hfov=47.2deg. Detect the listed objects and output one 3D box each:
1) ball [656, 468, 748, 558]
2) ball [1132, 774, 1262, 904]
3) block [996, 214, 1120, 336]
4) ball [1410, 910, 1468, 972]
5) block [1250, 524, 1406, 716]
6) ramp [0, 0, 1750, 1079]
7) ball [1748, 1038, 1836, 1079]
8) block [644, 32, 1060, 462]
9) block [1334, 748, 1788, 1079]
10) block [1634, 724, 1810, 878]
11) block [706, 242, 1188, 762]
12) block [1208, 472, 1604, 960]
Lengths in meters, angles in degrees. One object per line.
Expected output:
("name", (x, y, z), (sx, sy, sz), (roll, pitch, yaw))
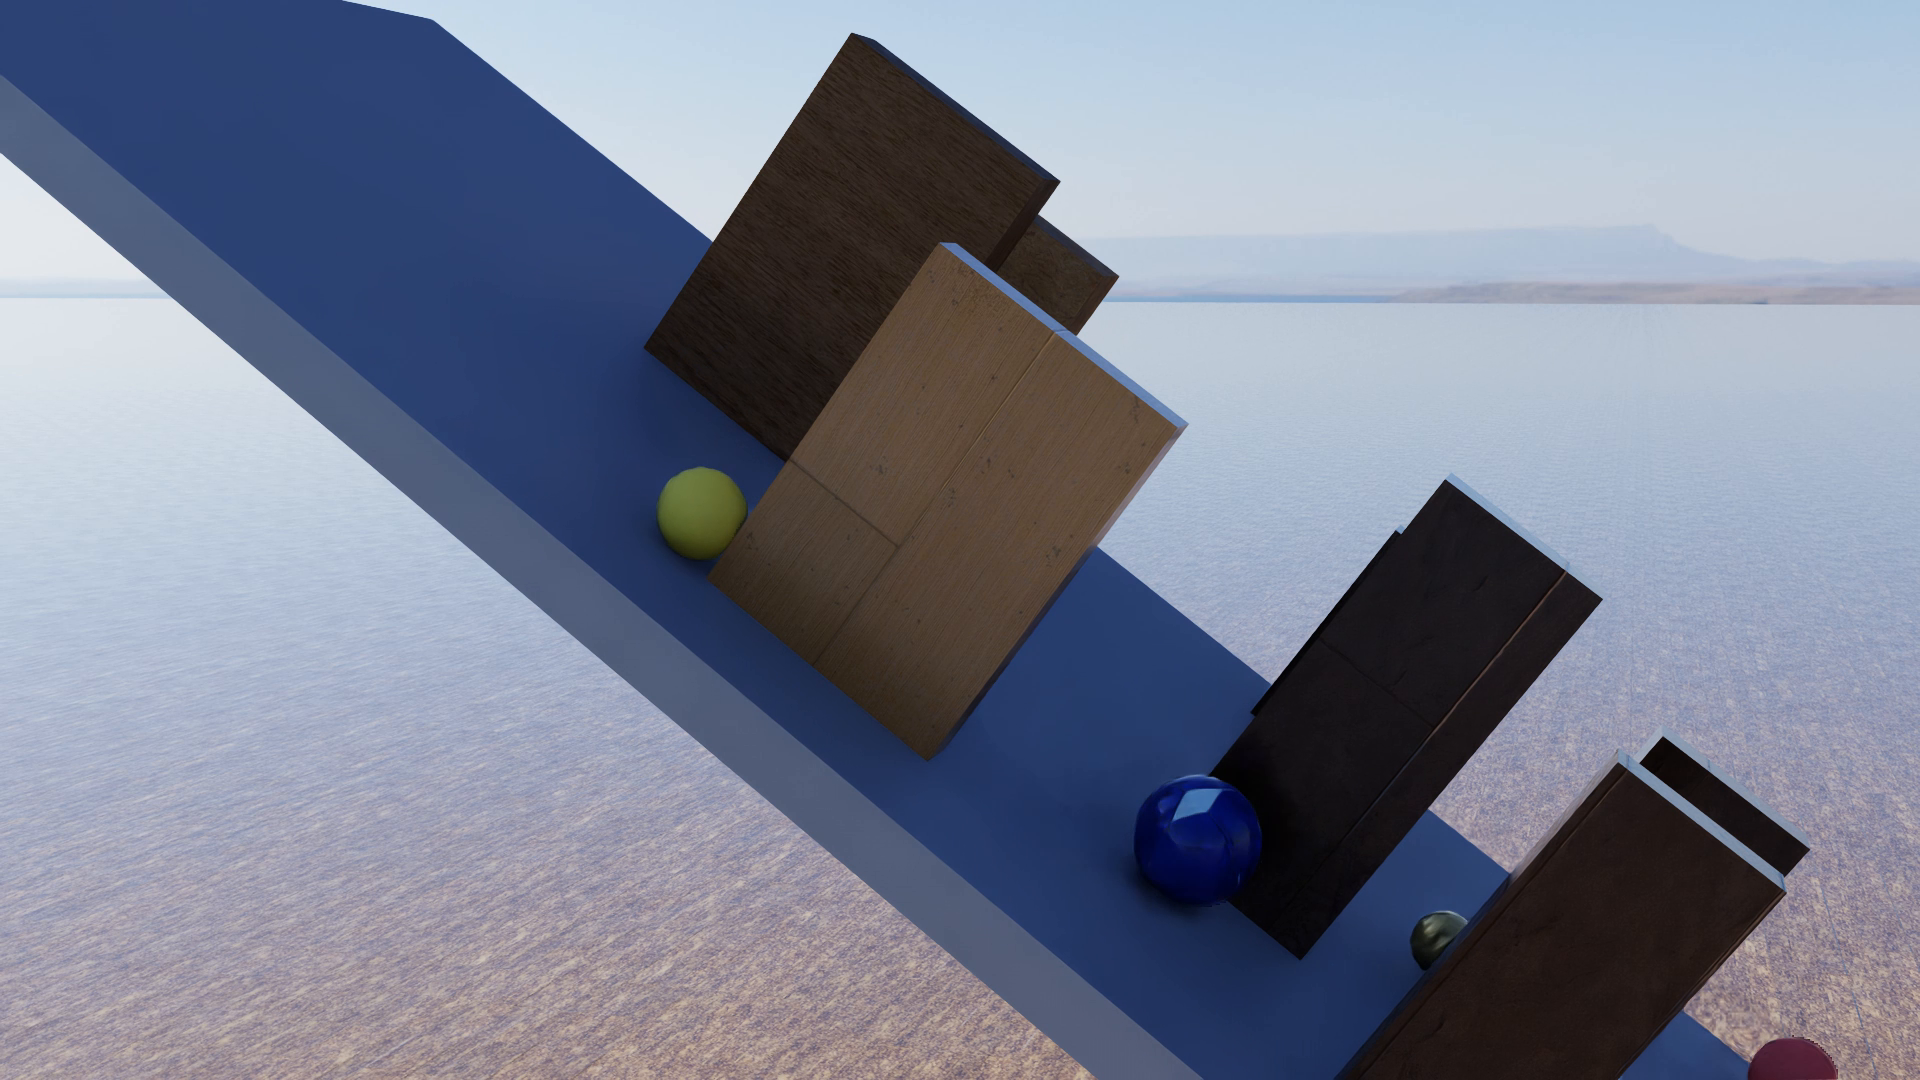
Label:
("ball", (-0.399, -0.042, 3.396), (0.141, 0.141, 0.141), (0, 7, 0))
("ball", (0.370, 0.468, 3.432), (0.201, 0.201, 0.201), (0, 7, 0))
("block", (0.018, -0.396, 4.485), (0.311, 0.579, 0.143), (39, 16, 9))
("ball", (0.854, 0.713, 3.881), (0.117, 0.117, 0.117), (0, 7, 0))
("block", (0.865, 0.246, 4.574), (0.264, 0.492, 0.098), (39, 16, 9))
("ramp", (-0.063, 0.125, 4.069), (4.000, 0.100, 2.000), (39, 16, 9))
("ball", (1.685, 1.094, 4.452), (0.169, 0.169, 0.169), (0, 7, 0))
("block", (-0.207, -0.510, 4.093), (0.447, 0.711, 0.127), (39, 16, 9))
("block", (0.808, 0.630, 3.038), (0.271, 0.657, 0.092), (39, 16, 9))
("block", (1.096, 0.642, 3.689), (0.288, 0.616, 0.103), (39, 16, 9))
("block", (-0.028, -0.055, 3.300), (0.444, 0.635, 0.084), (39, 16, 9))
("block", (0.670, 0.287, 3.547), (0.300, 0.761, 0.119), (39, 16, 9))
